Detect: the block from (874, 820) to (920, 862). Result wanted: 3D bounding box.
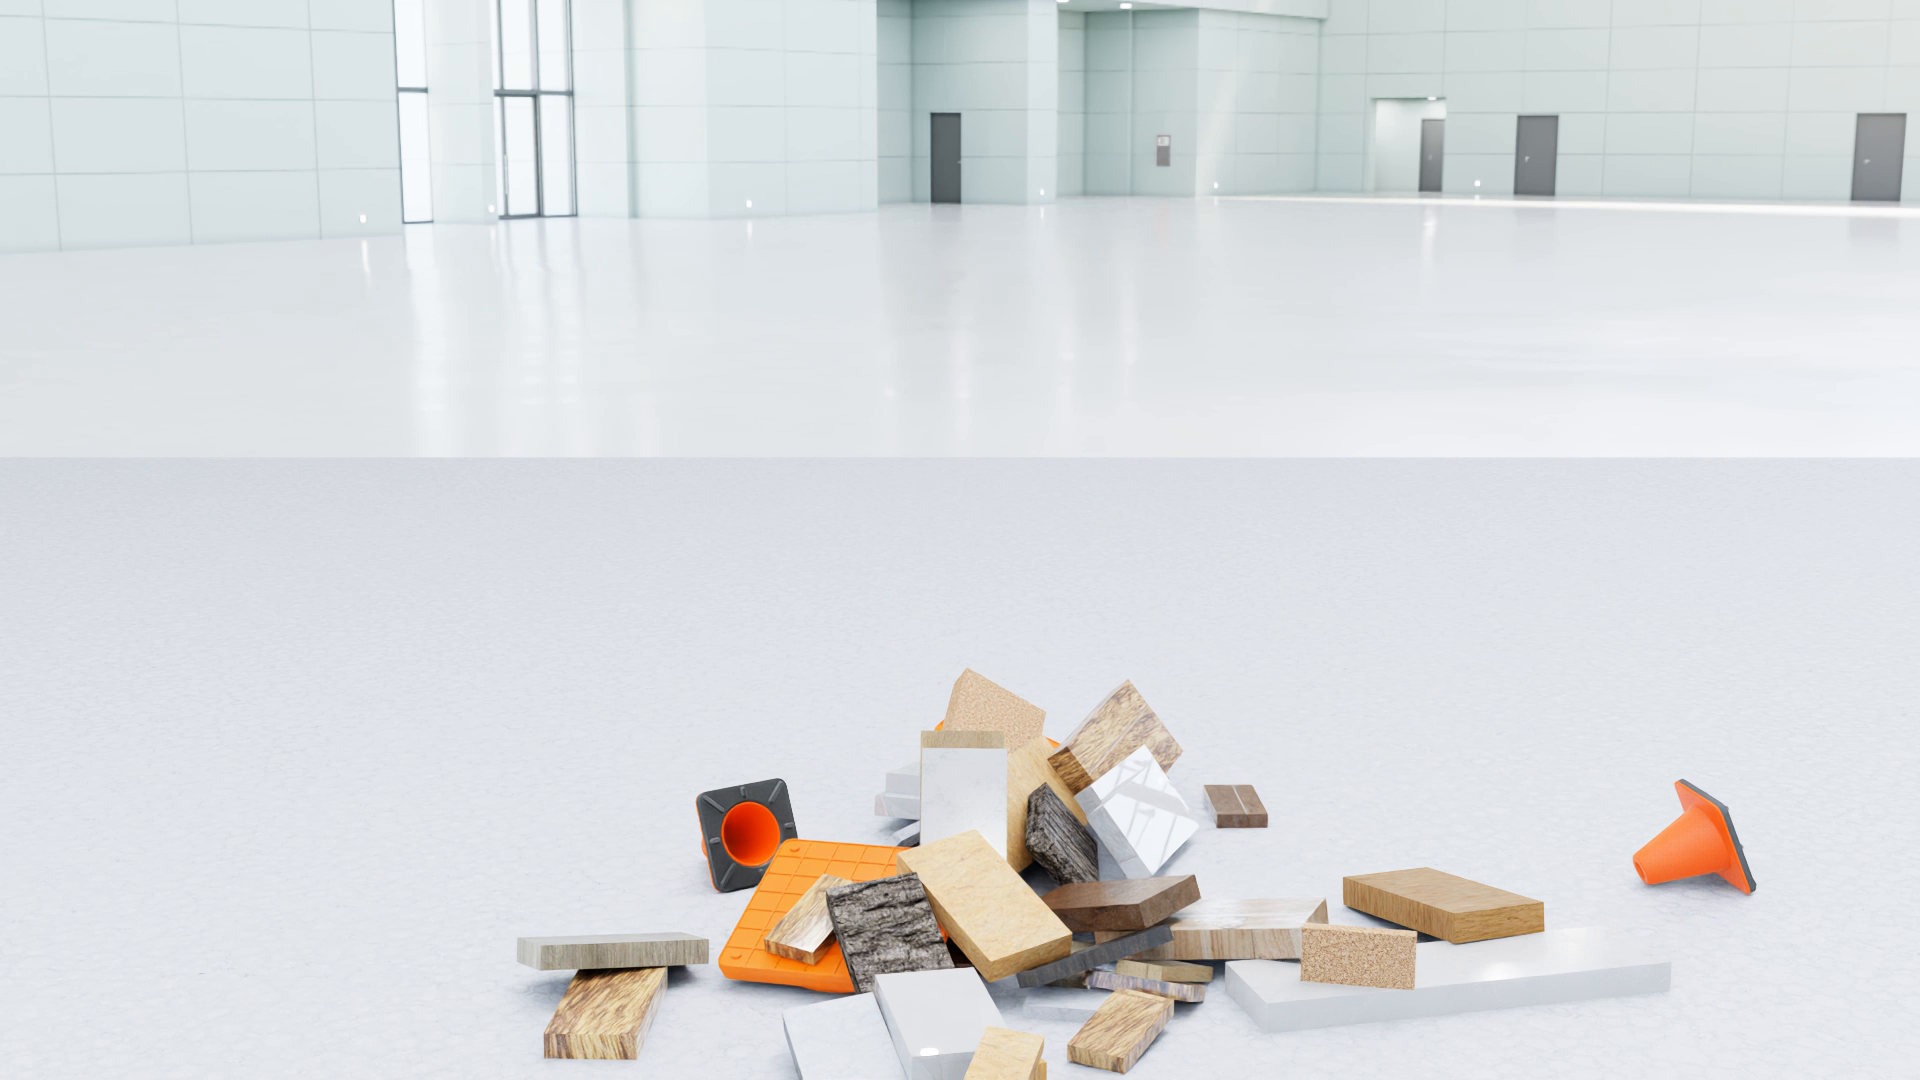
[{"bbox_3d":[-0.092,0.522,3.868,0.066,0.019,0.132,-46,-15,29],"label":"block"}]

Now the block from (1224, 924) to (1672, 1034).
[{"bbox_3d":[0.721,0.645,3.248,0.639,0.046,0.161,-3,11,-14],"label":"block"}]

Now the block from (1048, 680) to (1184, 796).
[{"bbox_3d":[0.294,0.402,4.107,0.050,0.176,0.352,-38,0,29],"label":"block"}]

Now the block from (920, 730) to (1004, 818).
[{"bbox_3d":[0.003,0.456,3.640,0.139,0.277,0.039,0,-9,1],"label":"block"}]

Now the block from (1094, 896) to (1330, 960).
[{"bbox_3d":[0.386,0.595,3.365,0.322,0.046,0.161,-5,6,23],"label":"block"}]

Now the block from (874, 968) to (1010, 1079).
[{"bbox_3d":[-0.021,0.645,2.930,0.140,0.040,0.280,-2,11,-12],"label":"block"}]

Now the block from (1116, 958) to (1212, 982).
[{"bbox_3d":[0.302,0.633,3.237,0.076,0.021,0.151,2,-8,36],"label":"block"}]

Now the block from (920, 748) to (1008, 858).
[{"bbox_3d":[0.006,0.478,3.568,0.139,0.277,0.039,0,-21,2],"label":"block"}]

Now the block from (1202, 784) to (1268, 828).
[{"bbox_3d":[0.513,0.496,4.103,0.093,0.026,0.186,0,11,-2],"label":"block"}]

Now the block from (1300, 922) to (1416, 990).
[{"bbox_3d":[0.572,0.598,3.157,0.161,0.081,0.023,2,11,13],"label":"block"}]

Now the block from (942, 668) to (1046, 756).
[{"bbox_3d":[0.049,0.393,4.014,0.176,0.050,0.352,30,33,-9],"label":"block"}]

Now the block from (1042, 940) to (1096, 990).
[{"bbox_3d":[0.161,0.644,3.317,0.081,0.023,0.161,2,11,9],"label":"block"}]

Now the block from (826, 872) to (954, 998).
[{"bbox_3d":[-0.094,0.600,3.187,0.140,0.040,0.280,-9,35,-14],"label":"block"}]

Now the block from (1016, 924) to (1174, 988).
[{"bbox_3d":[0.197,0.610,3.221,0.220,0.024,0.086,-15,-8,-19],"label":"block"}]

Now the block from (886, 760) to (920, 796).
[{"bbox_3d":[-0.029,0.440,4.103,0.130,0.037,0.260,3,3,20],"label":"block"}]

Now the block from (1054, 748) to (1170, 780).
[{"bbox_3d":[0.183,0.424,4.183,0.442,0.026,0.093,9,15,-24],"label":"block"}]

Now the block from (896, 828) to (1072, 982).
[{"bbox_3d":[0.033,0.544,3.299,0.140,0.040,0.280,-13,34,-27],"label":"block"}]

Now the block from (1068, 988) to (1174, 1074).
[{"bbox_3d":[0.224,0.679,3.053,0.086,0.024,0.172,8,20,27],"label":"block"}]

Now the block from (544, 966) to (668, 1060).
[{"bbox_3d":[-0.502,0.670,3.137,0.128,0.036,0.257,0,11,2],"label":"block"}]

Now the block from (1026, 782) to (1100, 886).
[{"bbox_3d":[0.173,0.514,3.711,0.040,0.142,0.283,-39,6,9],"label":"block"}]

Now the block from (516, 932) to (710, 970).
[{"bbox_3d":[-0.518,0.613,3.280,0.257,0.036,0.128,3,-5,-26],"label":"block"}]

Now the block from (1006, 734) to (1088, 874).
[{"bbox_3d":[0.099,0.472,3.838,0.050,0.176,0.385,-37,-8,27],"label":"block"}]

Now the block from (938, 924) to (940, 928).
[{"bbox_3d":[0.003,0.571,3.468,0.079,0.022,0.158,0,46,2],"label":"block"}]

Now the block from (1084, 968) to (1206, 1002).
[{"bbox_3d":[0.270,0.650,3.210,0.161,0.023,0.081,5,-8,22],"label":"block"}]

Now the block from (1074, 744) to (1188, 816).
[{"bbox_3d":[0.309,0.470,3.939,0.040,0.142,0.284,-37,-6,25],"label":"block"}]

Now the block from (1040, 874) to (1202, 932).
[{"bbox_3d":[0.224,0.569,3.425,0.277,0.039,0.139,-14,2,45],"label":"block"}]

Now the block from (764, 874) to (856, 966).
[{"bbox_3d":[-0.211,0.568,3.302,0.086,0.024,0.172,10,31,27],"label":"block"}]

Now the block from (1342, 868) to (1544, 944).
[{"bbox_3d":[0.761,0.576,3.487,0.161,0.046,0.322,-3,3,-21],"label":"block"}]

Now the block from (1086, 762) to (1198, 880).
[{"bbox_3d":[0.321,0.491,3.829,0.040,0.142,0.283,-37,-5,24],"label":"block"}]

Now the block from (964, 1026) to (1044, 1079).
[{"bbox_3d":[-0.002,0.735,2.540,0.076,0.021,0.588,7,22,12],"label":"block"}]

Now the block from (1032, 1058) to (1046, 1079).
[{"bbox_3d":[0.018,0.680,2.933,0.108,0.031,0.217,-5,12,-24],"label":"block"}]

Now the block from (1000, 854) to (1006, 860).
[{"bbox_3d":[0.034,0.550,3.424,0.079,0.022,0.158,-1,31,-1],"label":"block"}]

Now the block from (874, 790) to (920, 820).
[{"bbox_3d":[-0.053,0.478,4.074,0.130,0.037,0.260,3,3,17],"label":"block"}]

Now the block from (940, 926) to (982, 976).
[{"bbox_3d":[0.008,0.605,3.376,0.079,0.022,0.158,1,31,2],"label":"block"}]

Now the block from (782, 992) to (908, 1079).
[{"bbox_3d":[-0.153,0.689,2.921,0.128,0.036,0.257,-9,18,-11],"label":"block"}]

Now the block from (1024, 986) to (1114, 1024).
[{"bbox_3d":[0.173,0.671,3.172,0.151,0.021,0.076,2,11,11],"label":"block"}]
